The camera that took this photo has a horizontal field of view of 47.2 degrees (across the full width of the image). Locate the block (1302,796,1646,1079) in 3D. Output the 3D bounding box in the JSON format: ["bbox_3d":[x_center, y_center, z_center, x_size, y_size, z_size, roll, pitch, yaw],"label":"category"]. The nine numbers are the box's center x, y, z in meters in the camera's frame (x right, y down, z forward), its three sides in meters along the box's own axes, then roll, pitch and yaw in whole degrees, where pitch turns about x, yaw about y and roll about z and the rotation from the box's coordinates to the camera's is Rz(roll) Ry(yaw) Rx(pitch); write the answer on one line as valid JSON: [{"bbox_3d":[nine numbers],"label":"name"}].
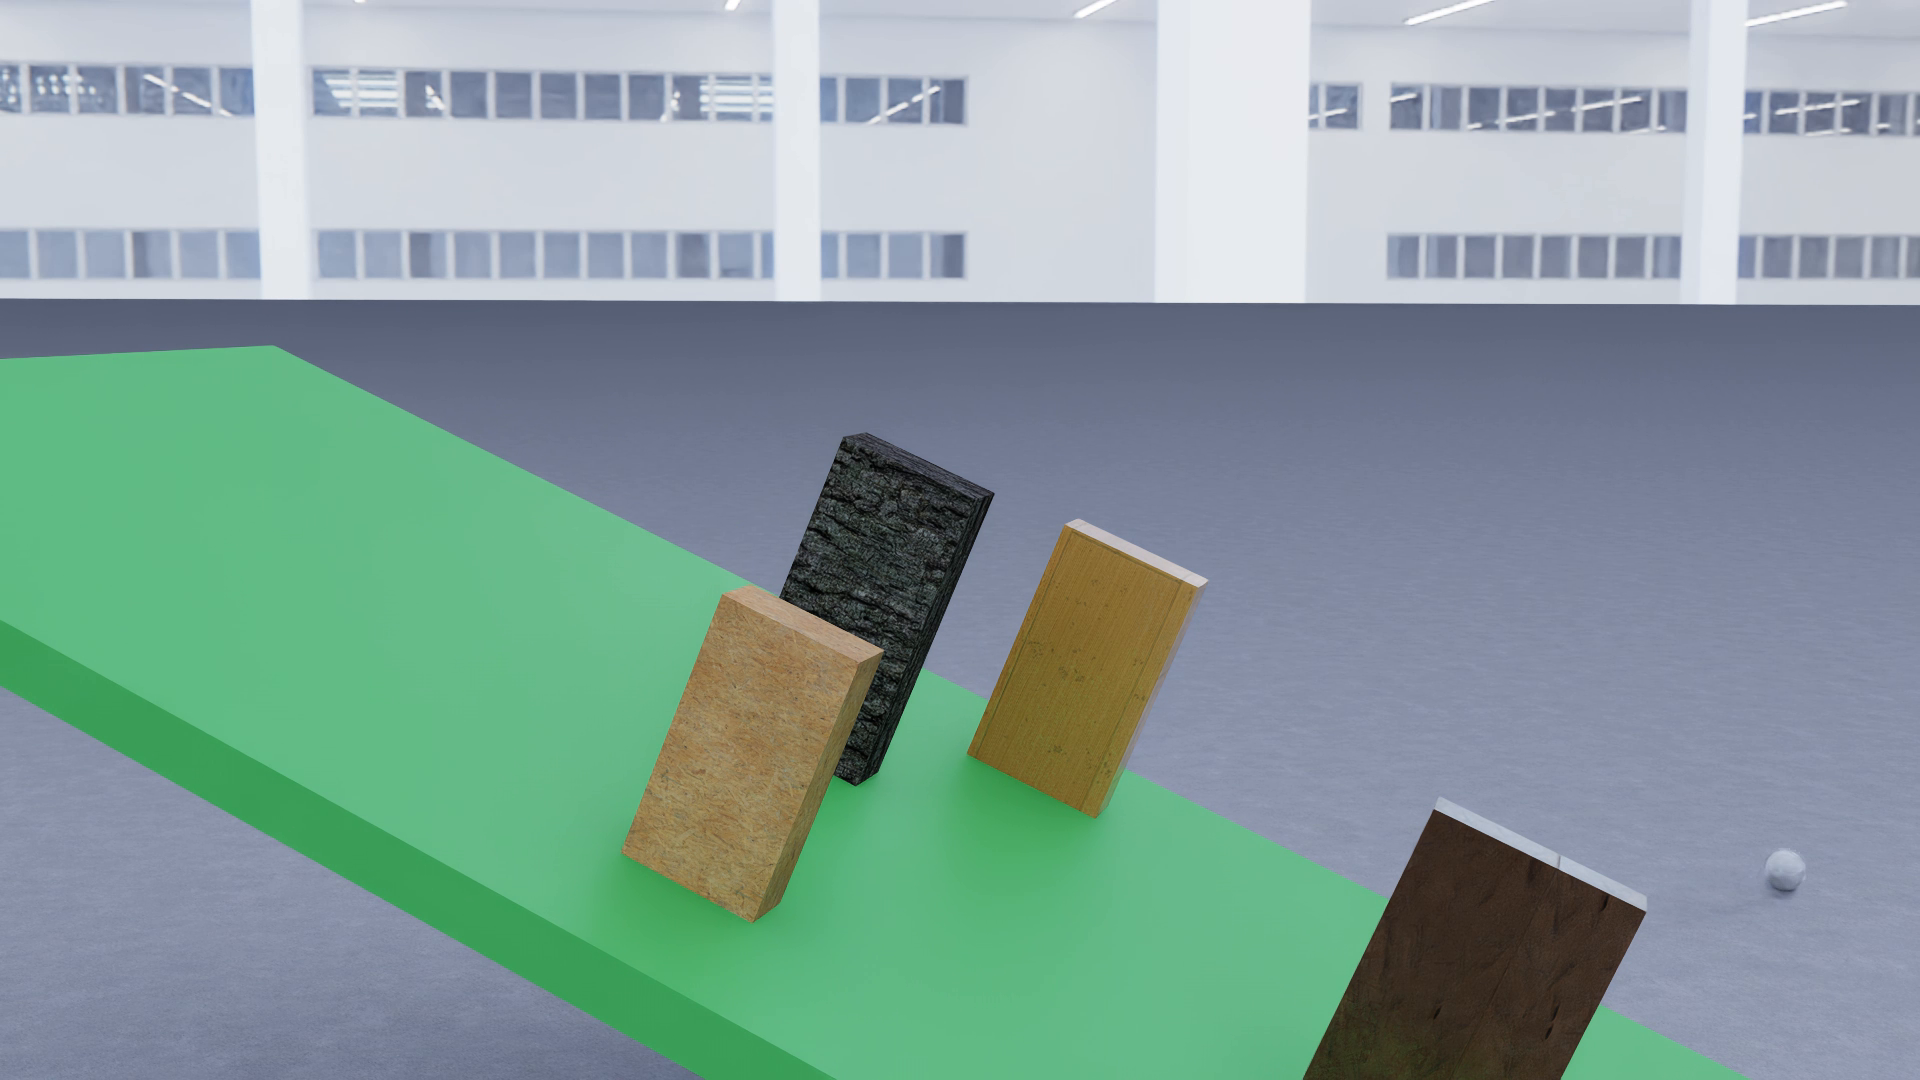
[{"bbox_3d":[0.816,0.754,3.561,0.356,0.572,0.090,26,13,13],"label":"block"}]

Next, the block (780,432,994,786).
[{"bbox_3d":[-0.192,0.133,4.275,0.285,0.614,0.132,26,13,13],"label":"block"}]

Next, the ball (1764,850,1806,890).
[{"bbox_3d":[2.484,0.995,6.622,0.119,0.119,0.119,0,7,0],"label":"ball"}]

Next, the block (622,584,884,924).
[{"bbox_3d":[-0.334,0.341,3.529,0.248,0.468,0.118,26,13,13],"label":"block"}]

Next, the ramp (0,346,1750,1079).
[{"bbox_3d":[-0.292,0.510,4.186,4.000,0.100,2.000,26,13,13],"label":"ramp"}]

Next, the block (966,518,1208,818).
[{"bbox_3d":[0.268,0.270,4.652,0.308,0.543,0.118,26,13,13],"label":"block"}]
